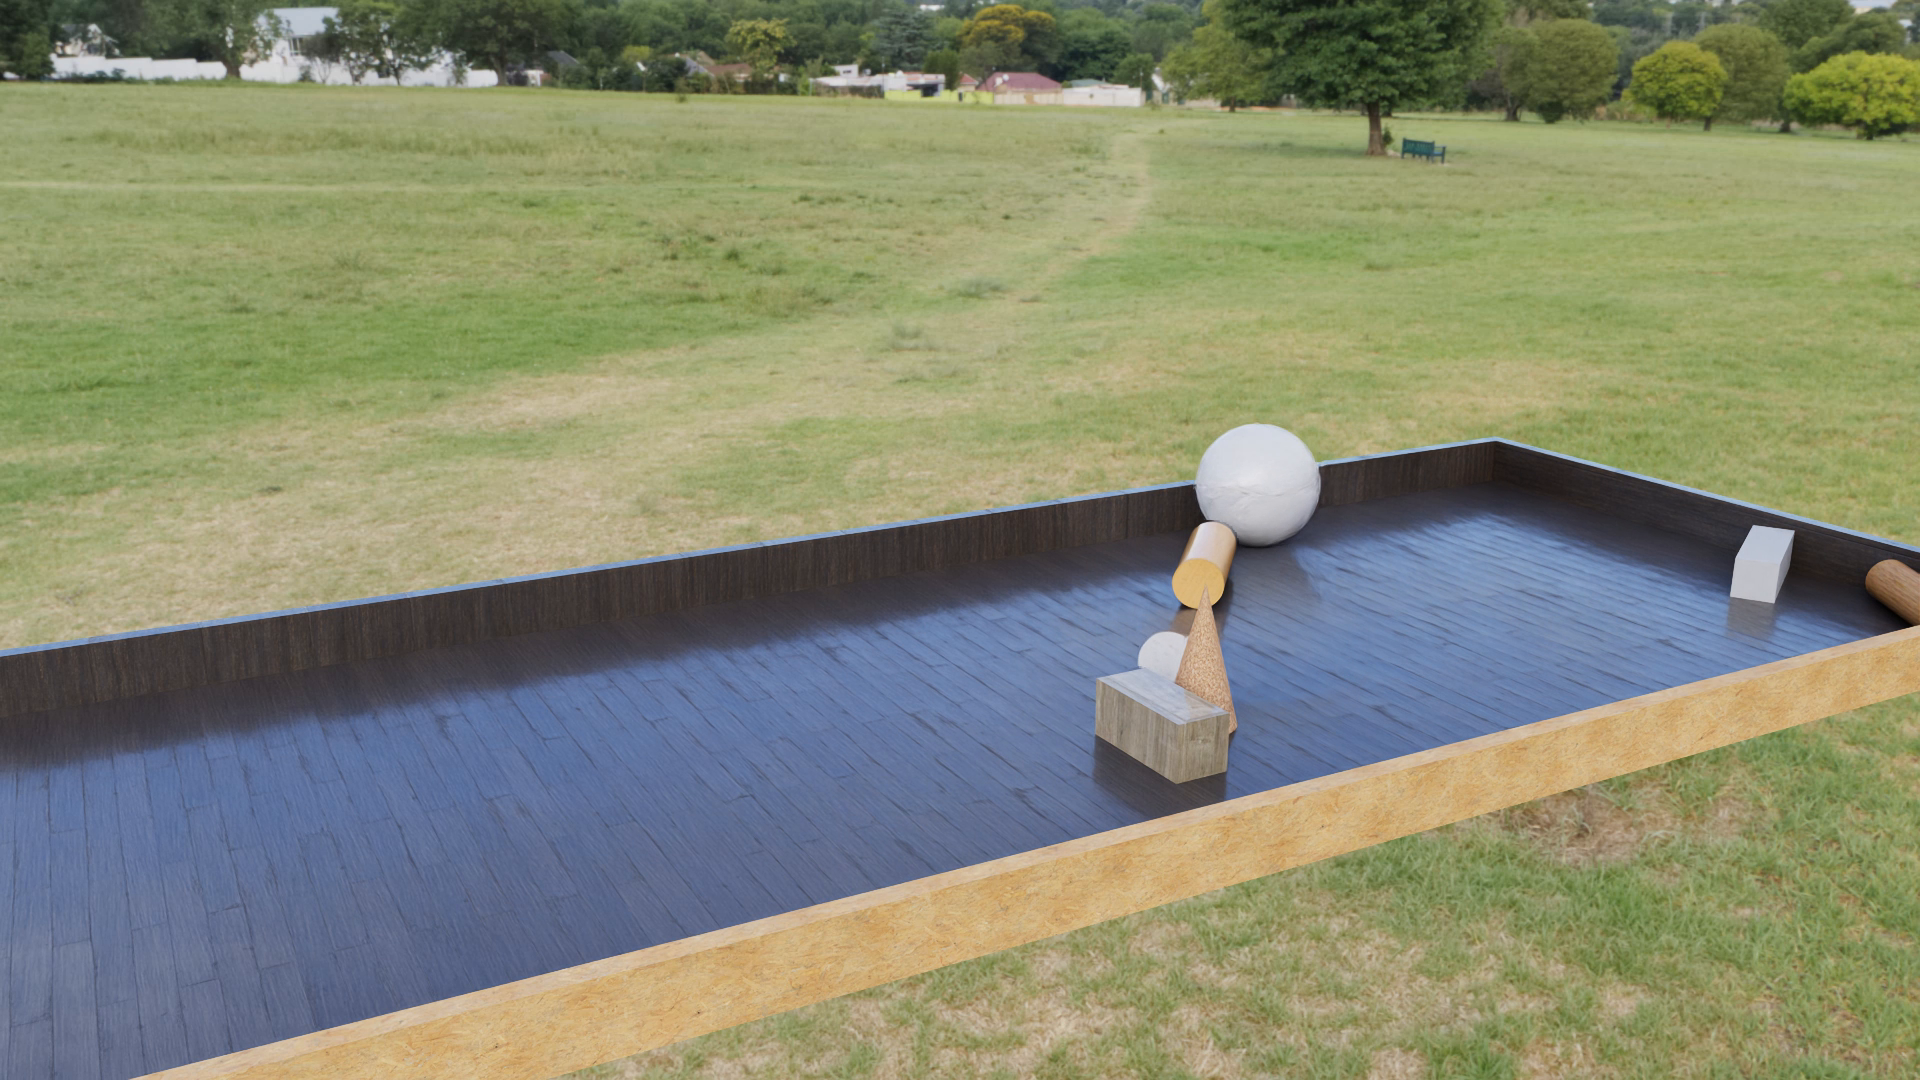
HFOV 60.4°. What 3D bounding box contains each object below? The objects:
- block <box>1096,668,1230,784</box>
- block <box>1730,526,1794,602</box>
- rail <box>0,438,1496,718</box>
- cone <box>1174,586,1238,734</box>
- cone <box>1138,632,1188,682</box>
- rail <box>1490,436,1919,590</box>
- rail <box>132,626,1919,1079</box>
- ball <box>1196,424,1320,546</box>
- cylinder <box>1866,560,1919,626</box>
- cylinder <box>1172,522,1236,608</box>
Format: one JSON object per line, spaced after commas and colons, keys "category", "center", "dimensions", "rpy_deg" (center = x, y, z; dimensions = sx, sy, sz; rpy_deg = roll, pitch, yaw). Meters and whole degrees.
{"category": "block", "center": [0.450, 0.413, 3.706], "dimensions": [0.137, 0.137, 0.315], "rpy_deg": [-9, 19, -28]}
{"category": "block", "center": [2.395, 0.068, 4.917], "dimensions": [0.117, 0.117, 0.409], "rpy_deg": [10, 19, 30]}
{"category": "rail", "center": [-3.305, 0.497, 3.399], "dimensions": [12.000, 0.150, 0.050], "rpy_deg": [-9, 18, -27]}
{"category": "cone", "center": [0.566, 0.264, 3.840], "dimensions": [0.175, 0.348, 0.175], "rpy_deg": [0, 16, 0]}
{"category": "cone", "center": [0.599, 0.292, 4.227], "dimensions": [0.155, 0.155, 0.389], "rpy_deg": [8, 7, 26]}
{"category": "rail", "center": [2.466, -0.048, 5.253], "dimensions": [0.050, 0.150, 2.100], "rpy_deg": [-9, 18, -27]}
{"category": "rail", "center": [-2.336, 1.006, 1.665], "dimensions": [12.000, 0.150, 0.050], "rpy_deg": [-9, 18, -27]}
{"category": "ball", "center": [0.948, -0.175, 5.256], "dimensions": [0.393, 0.393, 0.393], "rpy_deg": [0, 16, 0]}
{"category": "cylinder", "center": [2.651, 0.164, 4.576], "dimensions": [0.125, 0.125, 0.344], "rpy_deg": [2, 16, 5]}
{"category": "cylinder", "center": [0.722, 0.070, 4.854], "dimensions": [0.147, 0.147, 0.400], "rpy_deg": [4, 17, 13]}
